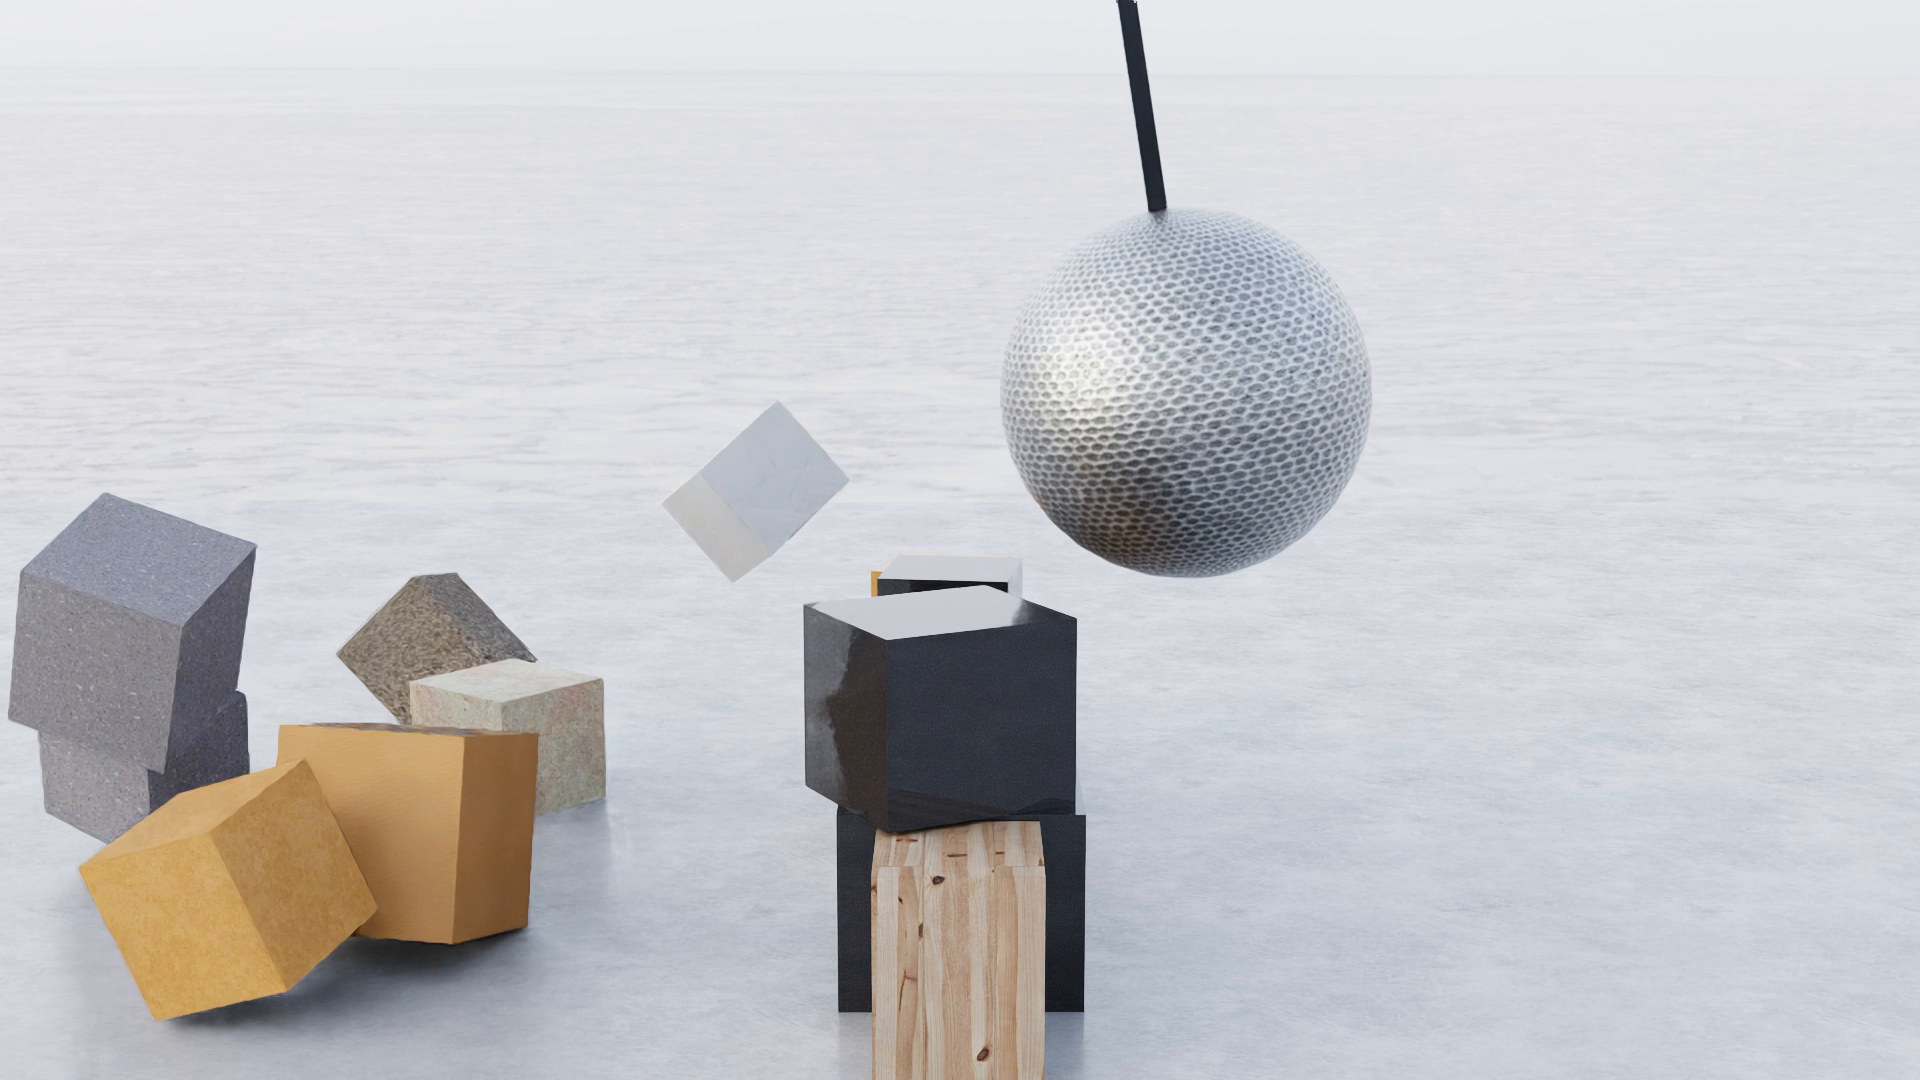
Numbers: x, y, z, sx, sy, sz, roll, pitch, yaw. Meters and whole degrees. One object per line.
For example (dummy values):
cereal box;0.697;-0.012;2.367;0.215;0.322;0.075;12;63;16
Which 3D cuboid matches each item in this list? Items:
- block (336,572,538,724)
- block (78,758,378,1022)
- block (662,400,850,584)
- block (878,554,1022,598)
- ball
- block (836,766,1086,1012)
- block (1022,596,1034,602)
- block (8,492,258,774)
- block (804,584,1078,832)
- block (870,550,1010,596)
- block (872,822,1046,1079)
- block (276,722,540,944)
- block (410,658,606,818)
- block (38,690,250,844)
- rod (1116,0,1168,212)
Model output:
block;-2.729;0.614;13.444;0.649;0.574;0.676;46;6;5
block;-2.742;1.313;9.651;0.653;0.659;0.622;-16;14;26
block;-0.928;-0.218;11.645;0.551;0.491;0.474;-45;7;-31
block;-0.038;0.396;11.443;0.572;0.553;0.567;1;10;8
ball;0.971;-0.632;11.066;1.600;1.600;1.600;0;10;0
block;0.002;1.327;10.100;0.933;0.775;0.907;0;10;0
block;-0.003;0.726;13.492;0.739;0.745;0.749;1;10;5
block;-3.606;0.400;11.193;0.724;0.794;0.720;19;31;2
block;-0.082;0.624;9.787;0.795;0.721;0.719;-5;12;-28
block;-0.090;0.380;12.716;0.569;0.540;0.560;3;11;14
block;-0.006;1.481;9.315;0.607;0.753;0.676;0;10;0
block;-2.254;1.172;10.443;0.792;0.806;0.755;2;-3;13
block;-2.203;0.974;12.526;0.667;0.601;0.650;8;13;39
block;-3.710;0.974;11.688;0.662;0.607;0.618;21;34;22
rod;0.421;-3.933;10.465;0.080;5.200;0.080;-9;10;2
